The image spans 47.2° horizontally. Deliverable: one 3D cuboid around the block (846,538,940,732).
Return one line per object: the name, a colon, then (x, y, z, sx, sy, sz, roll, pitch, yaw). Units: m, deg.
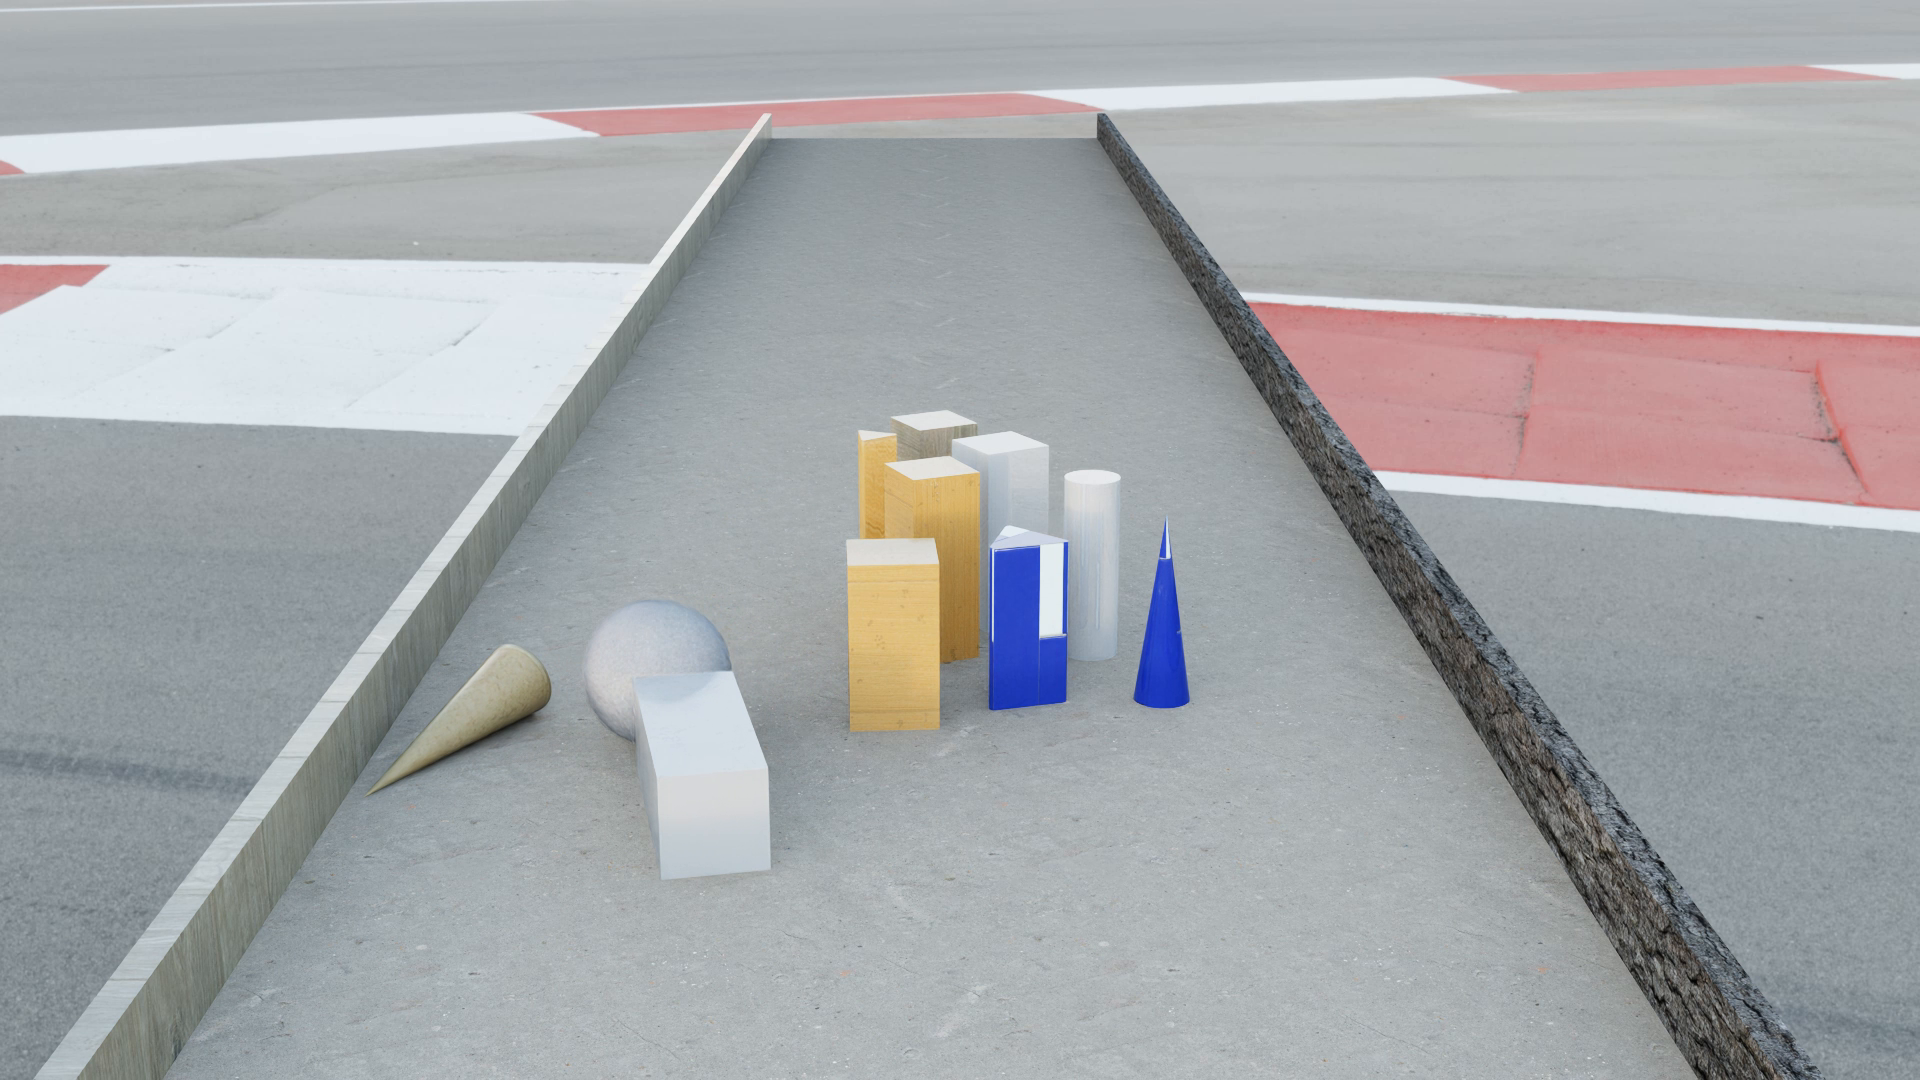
block: (-0.125, 0.174, 4.082, 0.165, 0.319, 0.165, -1, 17, -4)

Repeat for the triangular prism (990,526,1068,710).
triangular prism: (0.111, 0.144, 4.184, 0.151, 0.319, 0.131, -5, 17, -17)

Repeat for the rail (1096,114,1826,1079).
rail: (0.932, -0.844, 7.801, 0.050, 0.150, 12.000, 0, 17, -1)

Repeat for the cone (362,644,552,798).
cone: (-0.921, 0.349, 3.928, 0.141, 0.141, 0.456, 8, 27, 25)

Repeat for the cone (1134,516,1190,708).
cone: (0.386, 0.127, 4.156, 0.108, 0.367, 0.108, 0, 17, 0)

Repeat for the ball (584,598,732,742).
ball: (-0.545, 0.238, 3.962, 0.264, 0.264, 0.264, 0, 17, 0)

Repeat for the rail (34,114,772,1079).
rail: (-1.118, -0.838, 7.780, 0.050, 0.150, 12.000, 0, 17, -1)

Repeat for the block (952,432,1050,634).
block: (0.083, -0.018, 4.615, 0.146, 0.383, 0.146, -10, 19, -29)

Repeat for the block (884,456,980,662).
block: (-0.056, 0.041, 4.412, 0.143, 0.385, 0.143, -8, 18, -24)

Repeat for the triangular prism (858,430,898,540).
triangular prism: (-0.189, -0.032, 4.642, 0.087, 0.395, 0.075, -12, 21, -36)

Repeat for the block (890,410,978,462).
block: (-0.057, -0.085, 4.866, 0.141, 0.369, 0.141, -9, 19, -27)

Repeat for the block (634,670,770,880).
block: (-0.433, 0.380, 3.645, 0.173, 0.173, 0.455, -4, 17, -12)

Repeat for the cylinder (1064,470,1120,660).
cylinder: (0.263, 0.051, 4.412, 0.111, 0.367, 0.111, 0, 17, 0)
